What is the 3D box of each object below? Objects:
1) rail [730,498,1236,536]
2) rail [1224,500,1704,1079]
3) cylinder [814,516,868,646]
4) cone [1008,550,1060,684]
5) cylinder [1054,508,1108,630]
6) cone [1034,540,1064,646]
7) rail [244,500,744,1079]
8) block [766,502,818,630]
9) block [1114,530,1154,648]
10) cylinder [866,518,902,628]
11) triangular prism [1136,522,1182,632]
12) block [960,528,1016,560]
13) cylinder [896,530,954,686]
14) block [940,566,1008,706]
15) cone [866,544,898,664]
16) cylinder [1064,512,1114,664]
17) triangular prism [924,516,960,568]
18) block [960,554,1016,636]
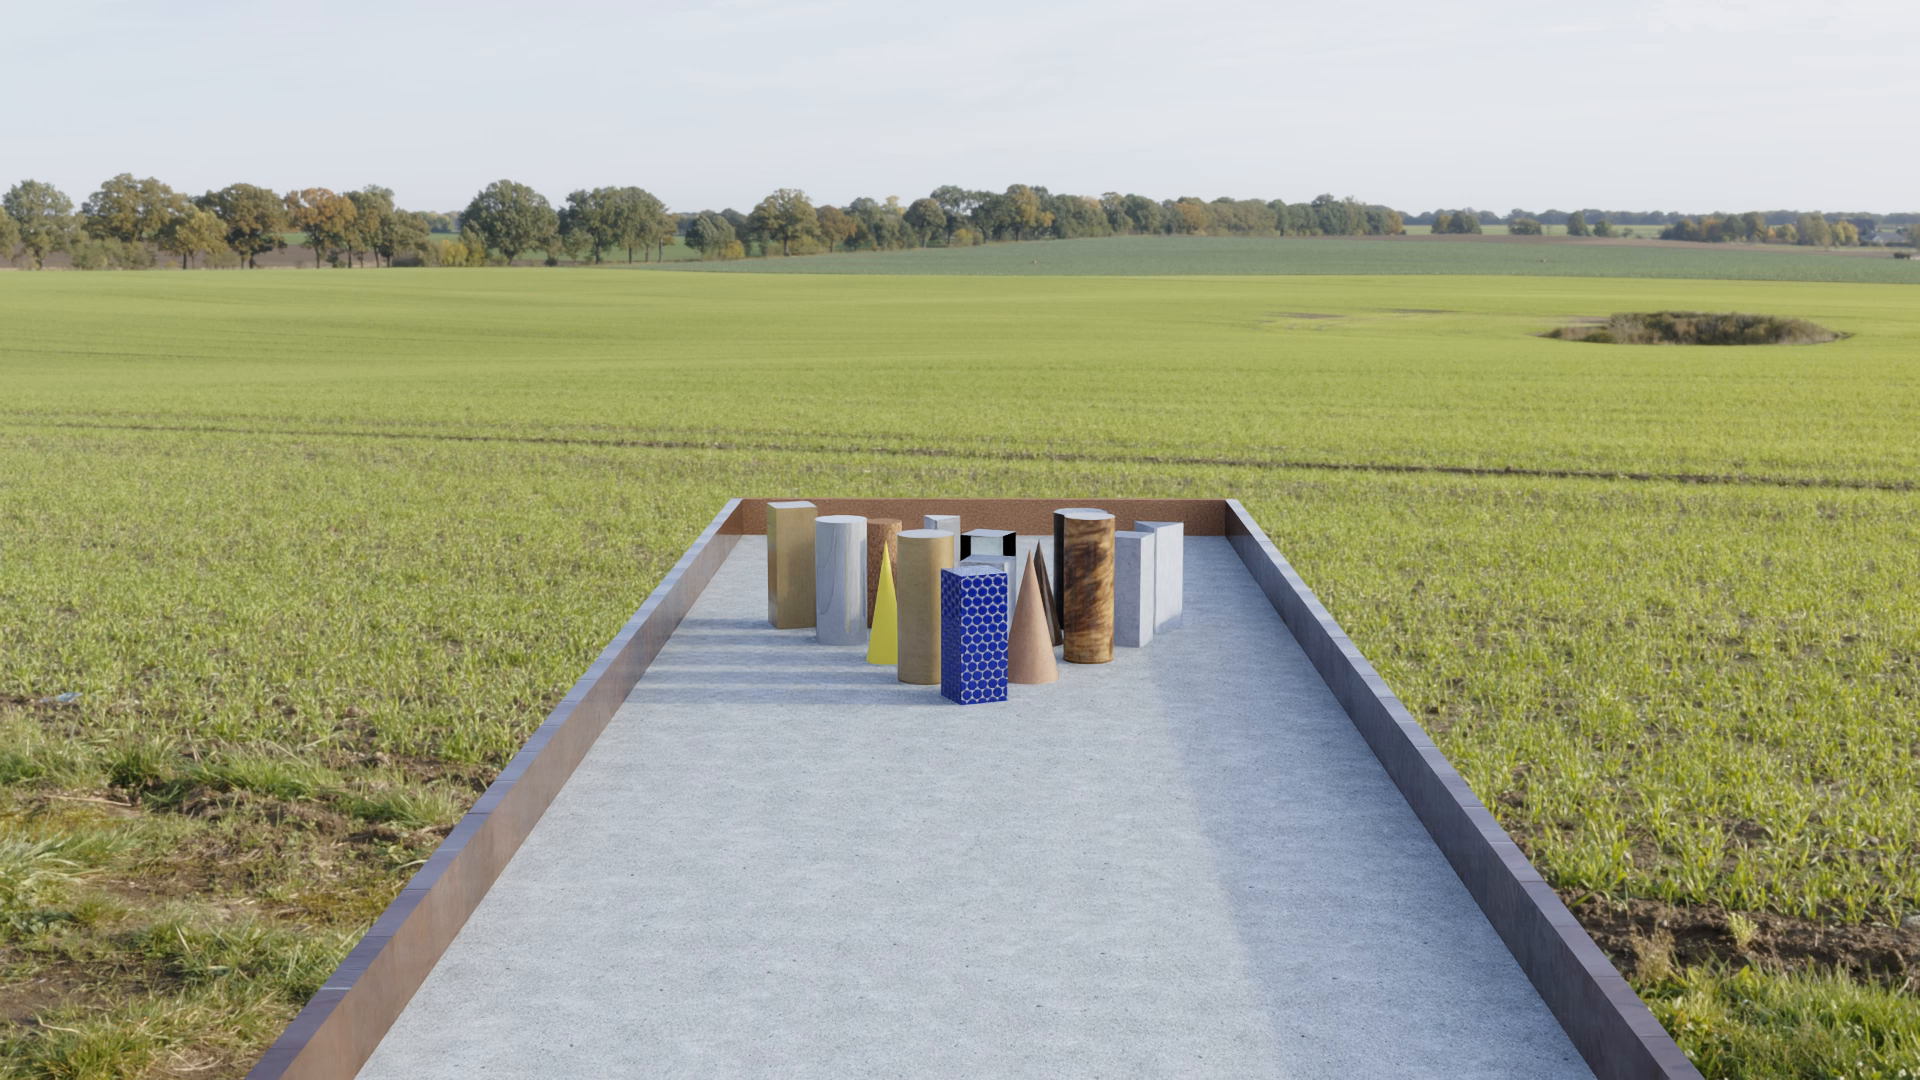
[{"bbox_3d":[0.099,-0.098,9.147,2.100,0.150,0.050,0,9,1],"label":"rail"},{"bbox_3d":[1.046,0.843,3.208,0.050,0.150,12.000,0,9,1],"label":"rail"},{"bbox_3d":[-0.376,0.127,6.960,0.165,0.391,0.165,0,9,0],"label":"cylinder"},{"bbox_3d":[0.203,0.212,6.427,0.177,0.389,0.177,0,9,0],"label":"cone"},{"bbox_3d":[0.393,0.095,7.197,0.176,0.379,0.176,0,9,0],"label":"cylinder"},{"bbox_3d":[0.248,0.160,6.940,0.163,0.331,0.163,0,9,0],"label":"cone"},{"bbox_3d":[-1.004,0.839,3.234,0.050,0.150,12.000,0,9,1],"label":"rail"},{"bbox_3d":[-0.549,0.081,7.222,0.138,0.399,0.138,-3,9,-17],"label":"block"},{"bbox_3d":[0.532,0.154,6.935,0.123,0.346,0.123,4,10,24],"label":"block"},{"bbox_3d":[-0.253,0.110,7.203,0.124,0.348,0.124,0,9,0],"label":"cylinder"},{"bbox_3d":[0.626,0.115,7.184,0.135,0.343,0.156,7,12,39],"label":"triangular prism"},{"bbox_3d":[0.092,0.129,7.212,0.139,0.308,0.139,4,10,24],"label":"block"},{"bbox_3d":[-0.100,0.194,6.409,0.166,0.431,0.166,0,9,0],"label":"cylinder"},{"bbox_3d":[0.039,0.265,6.174,0.141,0.364,0.141,-4,10,-24],"label":"block"},{"bbox_3d":[-0.224,0.181,6.668,0.122,0.375,0.122,0,9,0],"label":"cone"},{"bbox_3d":[0.392,0.145,6.682,0.153,0.441,0.153,0,9,0],"label":"cylinder"},{"bbox_3d":[-0.075,0.122,6.974,0.100,0.396,0.115,8,12,40],"label":"triangular prism"},{"bbox_3d":[0.086,0.213,6.663,0.138,0.315,0.138,3,9,16],"label":"block"}]
